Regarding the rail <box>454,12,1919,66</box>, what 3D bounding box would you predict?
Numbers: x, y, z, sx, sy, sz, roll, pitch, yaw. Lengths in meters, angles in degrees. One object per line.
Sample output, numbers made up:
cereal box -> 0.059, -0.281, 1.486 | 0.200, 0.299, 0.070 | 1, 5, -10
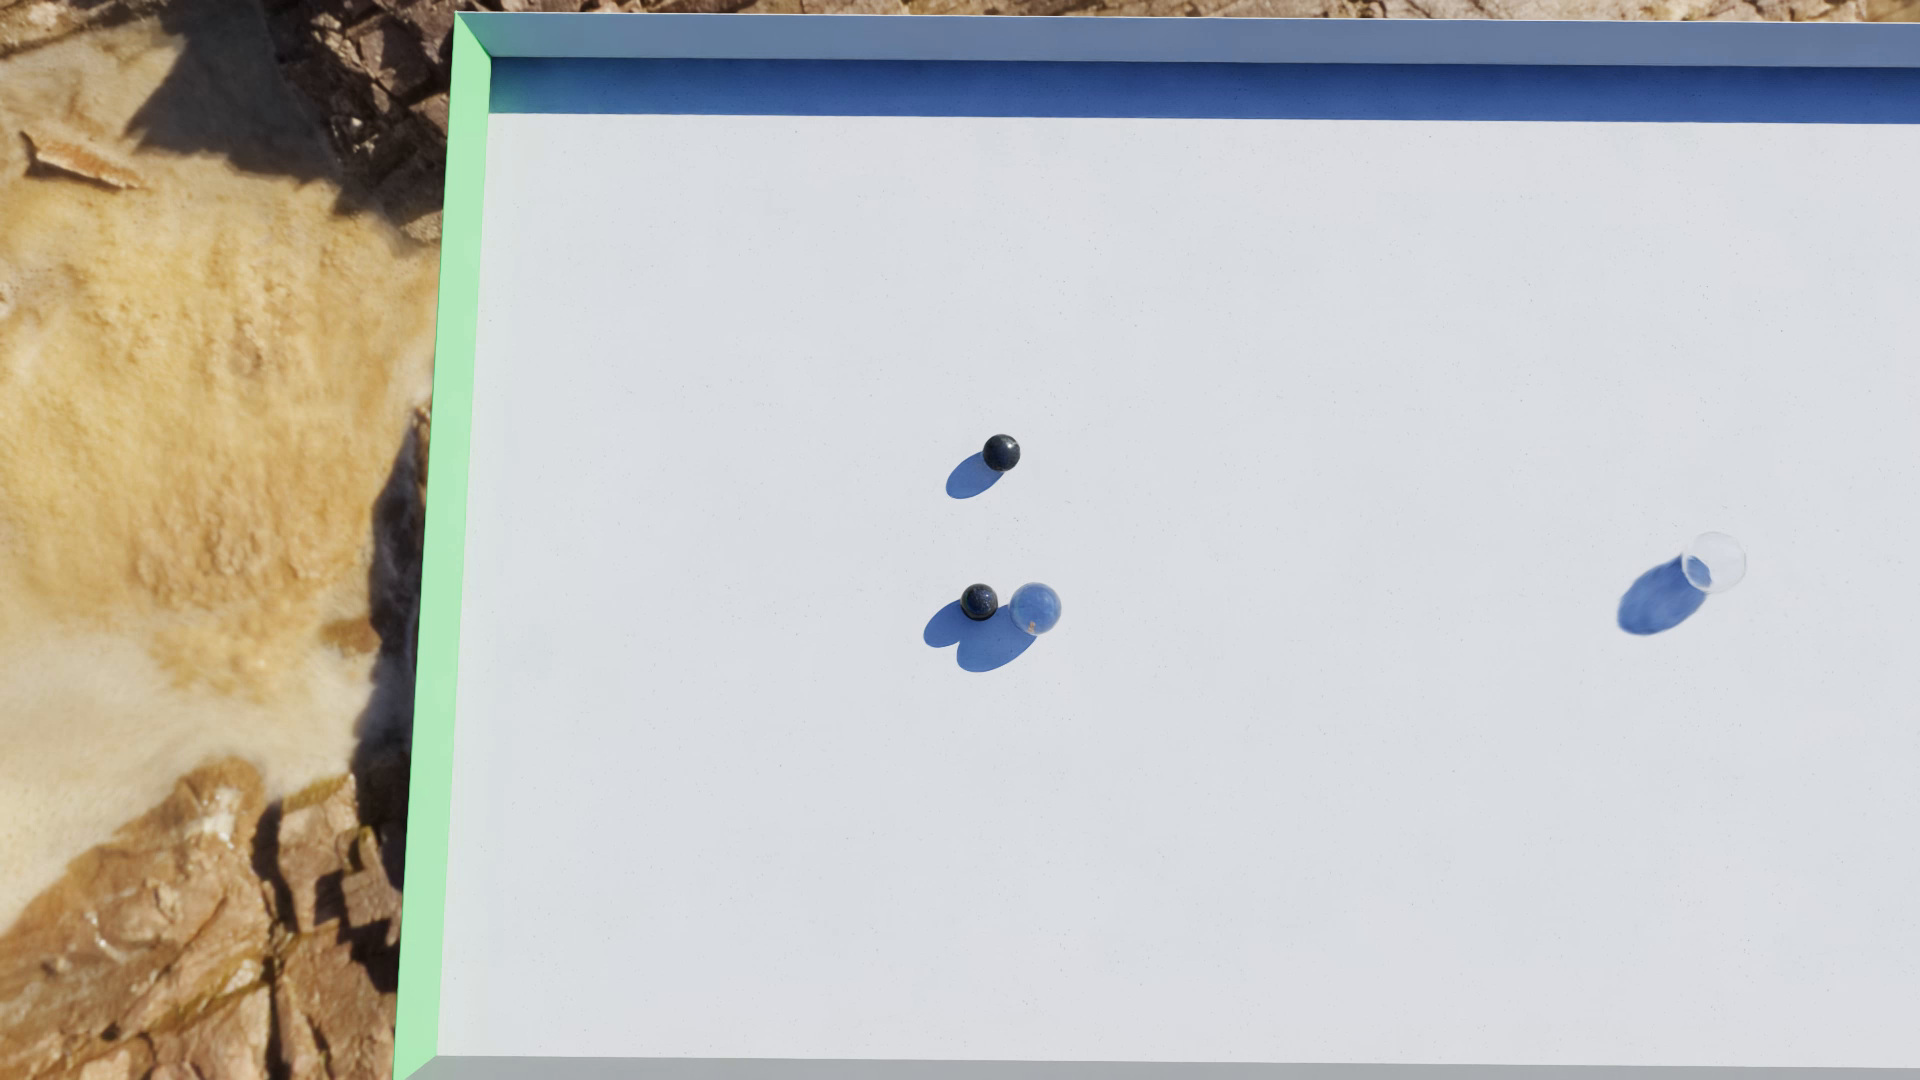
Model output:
rail -> 0.790, -0.765, 3.432 | 3.136, 0.121, 0.045 | 0, 78, 0

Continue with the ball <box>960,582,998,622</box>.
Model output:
ball -> 0.029, 0.093, 3.289 | 0.058, 0.058, 0.058 | 0, 78, 0

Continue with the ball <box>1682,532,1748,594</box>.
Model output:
ball -> 1.126, 0.034, 3.283 | 0.093, 0.093, 0.093 | 0, 78, 0

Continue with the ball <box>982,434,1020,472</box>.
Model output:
ball -> 0.063, -0.132, 3.335 | 0.058, 0.058, 0.058 | 0, 78, 0

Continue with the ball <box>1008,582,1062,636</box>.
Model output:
ball -> 0.112, 0.102, 3.275 | 0.080, 0.080, 0.080 | 0, 78, 0

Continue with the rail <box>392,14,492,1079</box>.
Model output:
rail -> -0.760, -0.012, 3.277 | 0.045, 0.121, 1.611 | 0, 78, 0

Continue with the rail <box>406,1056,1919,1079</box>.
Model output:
rail -> 0.777, 0.766, 3.117 | 3.136, 0.121, 0.045 | 0, 78, 0
